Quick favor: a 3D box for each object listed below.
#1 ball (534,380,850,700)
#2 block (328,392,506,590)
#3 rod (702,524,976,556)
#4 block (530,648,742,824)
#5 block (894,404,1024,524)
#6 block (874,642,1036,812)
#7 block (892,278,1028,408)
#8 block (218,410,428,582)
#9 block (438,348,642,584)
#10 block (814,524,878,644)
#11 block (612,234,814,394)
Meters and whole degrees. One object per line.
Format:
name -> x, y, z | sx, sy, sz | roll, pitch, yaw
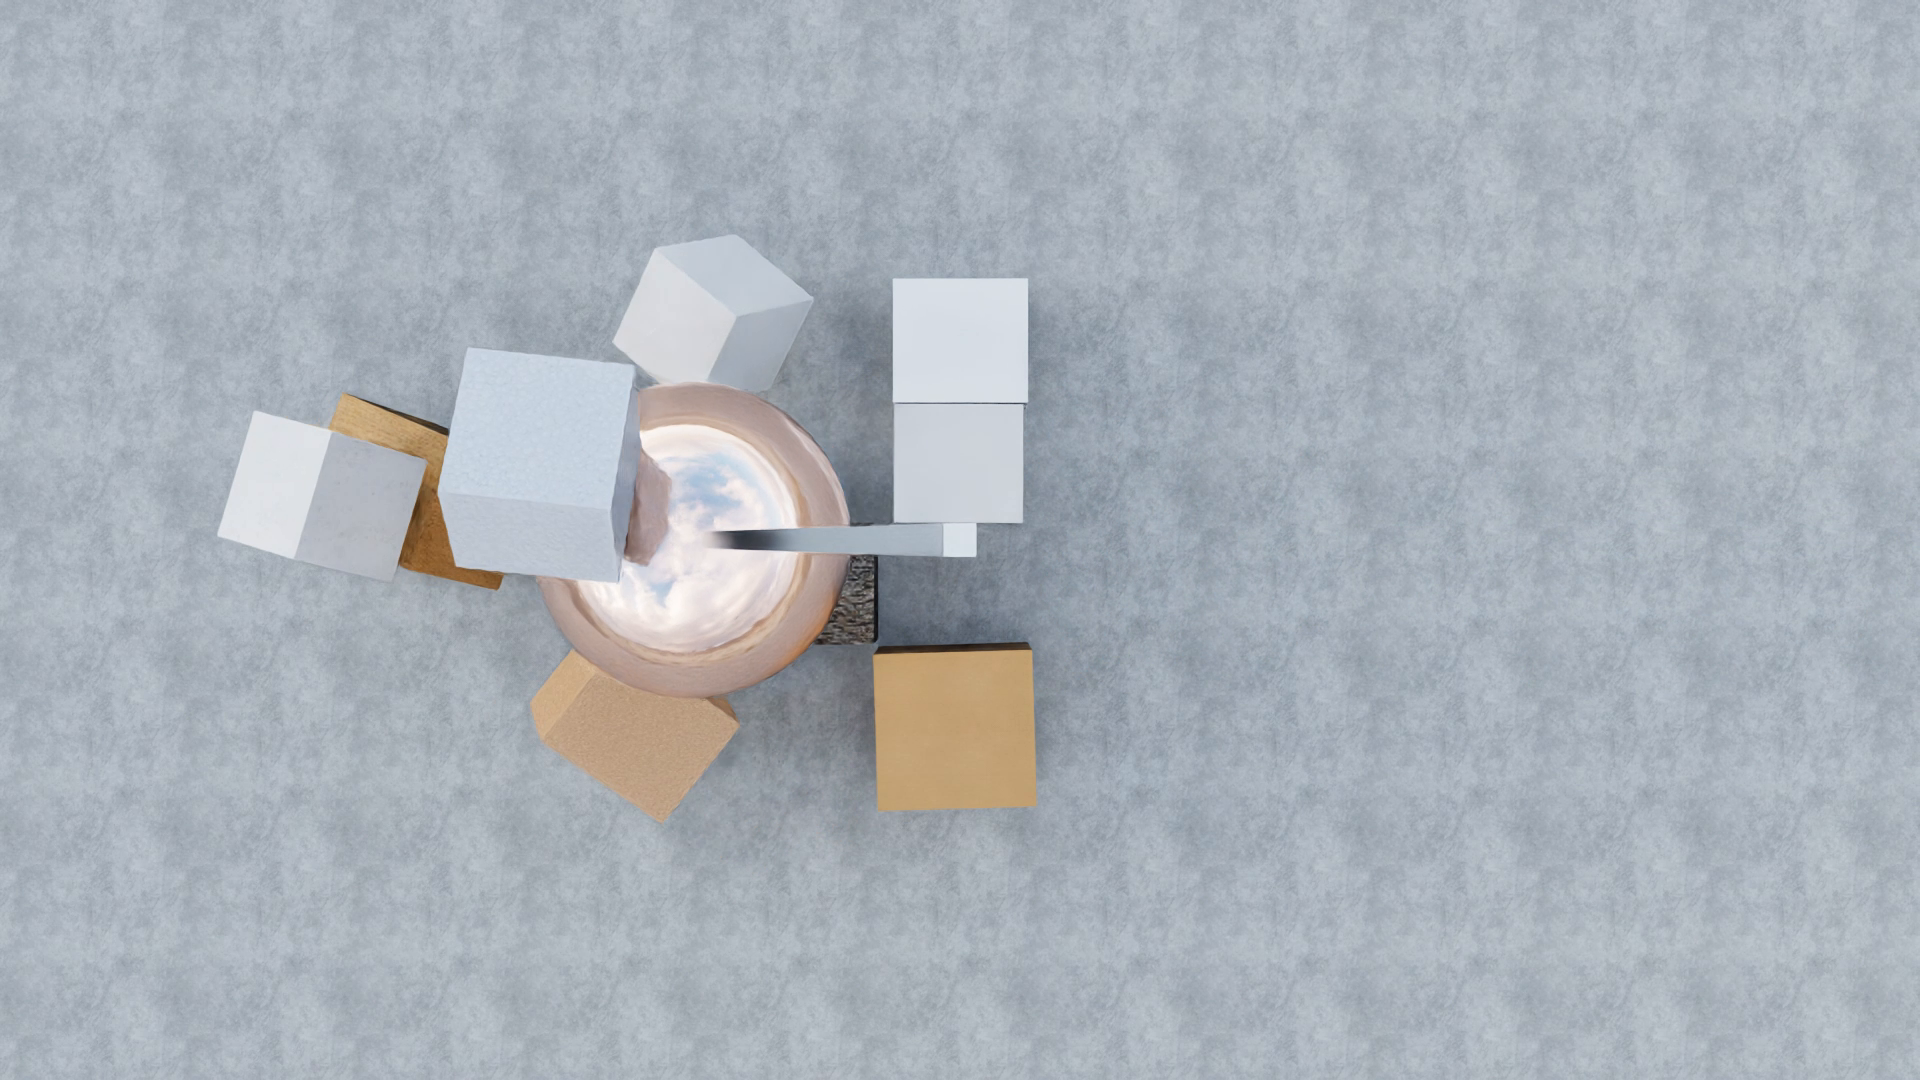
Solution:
ball -> -1.346, 0.000, 11.065 | 1.600, 1.600, 1.600 | 0, 90, 0
block -> -3.046, -0.266, 12.439 | 0.875, 0.821, 0.746 | 22, 90, 26
rod -> -0.583, 0.000, 7.751 | 0.080, 5.200, 0.080 | 0, 90, -13
block -> -1.854, 0.988, 12.513 | 0.849, 0.721, 0.712 | 38, 90, -20
block -> -0.008, -0.429, 12.656 | 0.720, 0.688, 0.664 | 0, 90, 0
block -> -0.027, 1.046, 12.539 | 0.874, 0.923, 0.861 | -2, 90, 0
block -> 0.003, -1.117, 12.653 | 0.756, 0.694, 0.693 | 0, 90, 0
block -> -3.384, -0.227, 11.702 | 0.612, 0.691, 0.685 | 14, 87, 33
block -> -1.873, -0.327, 9.913 | 0.741, 0.714, 0.736 | 6, 62, -2
block -> -0.866, 0.246, 12.648 | 0.769, 0.703, 0.677 | 0, 90, 0
block -> -1.392, -1.241, 12.446 | 0.644, 0.730, 0.648 | 40, 121, 17
